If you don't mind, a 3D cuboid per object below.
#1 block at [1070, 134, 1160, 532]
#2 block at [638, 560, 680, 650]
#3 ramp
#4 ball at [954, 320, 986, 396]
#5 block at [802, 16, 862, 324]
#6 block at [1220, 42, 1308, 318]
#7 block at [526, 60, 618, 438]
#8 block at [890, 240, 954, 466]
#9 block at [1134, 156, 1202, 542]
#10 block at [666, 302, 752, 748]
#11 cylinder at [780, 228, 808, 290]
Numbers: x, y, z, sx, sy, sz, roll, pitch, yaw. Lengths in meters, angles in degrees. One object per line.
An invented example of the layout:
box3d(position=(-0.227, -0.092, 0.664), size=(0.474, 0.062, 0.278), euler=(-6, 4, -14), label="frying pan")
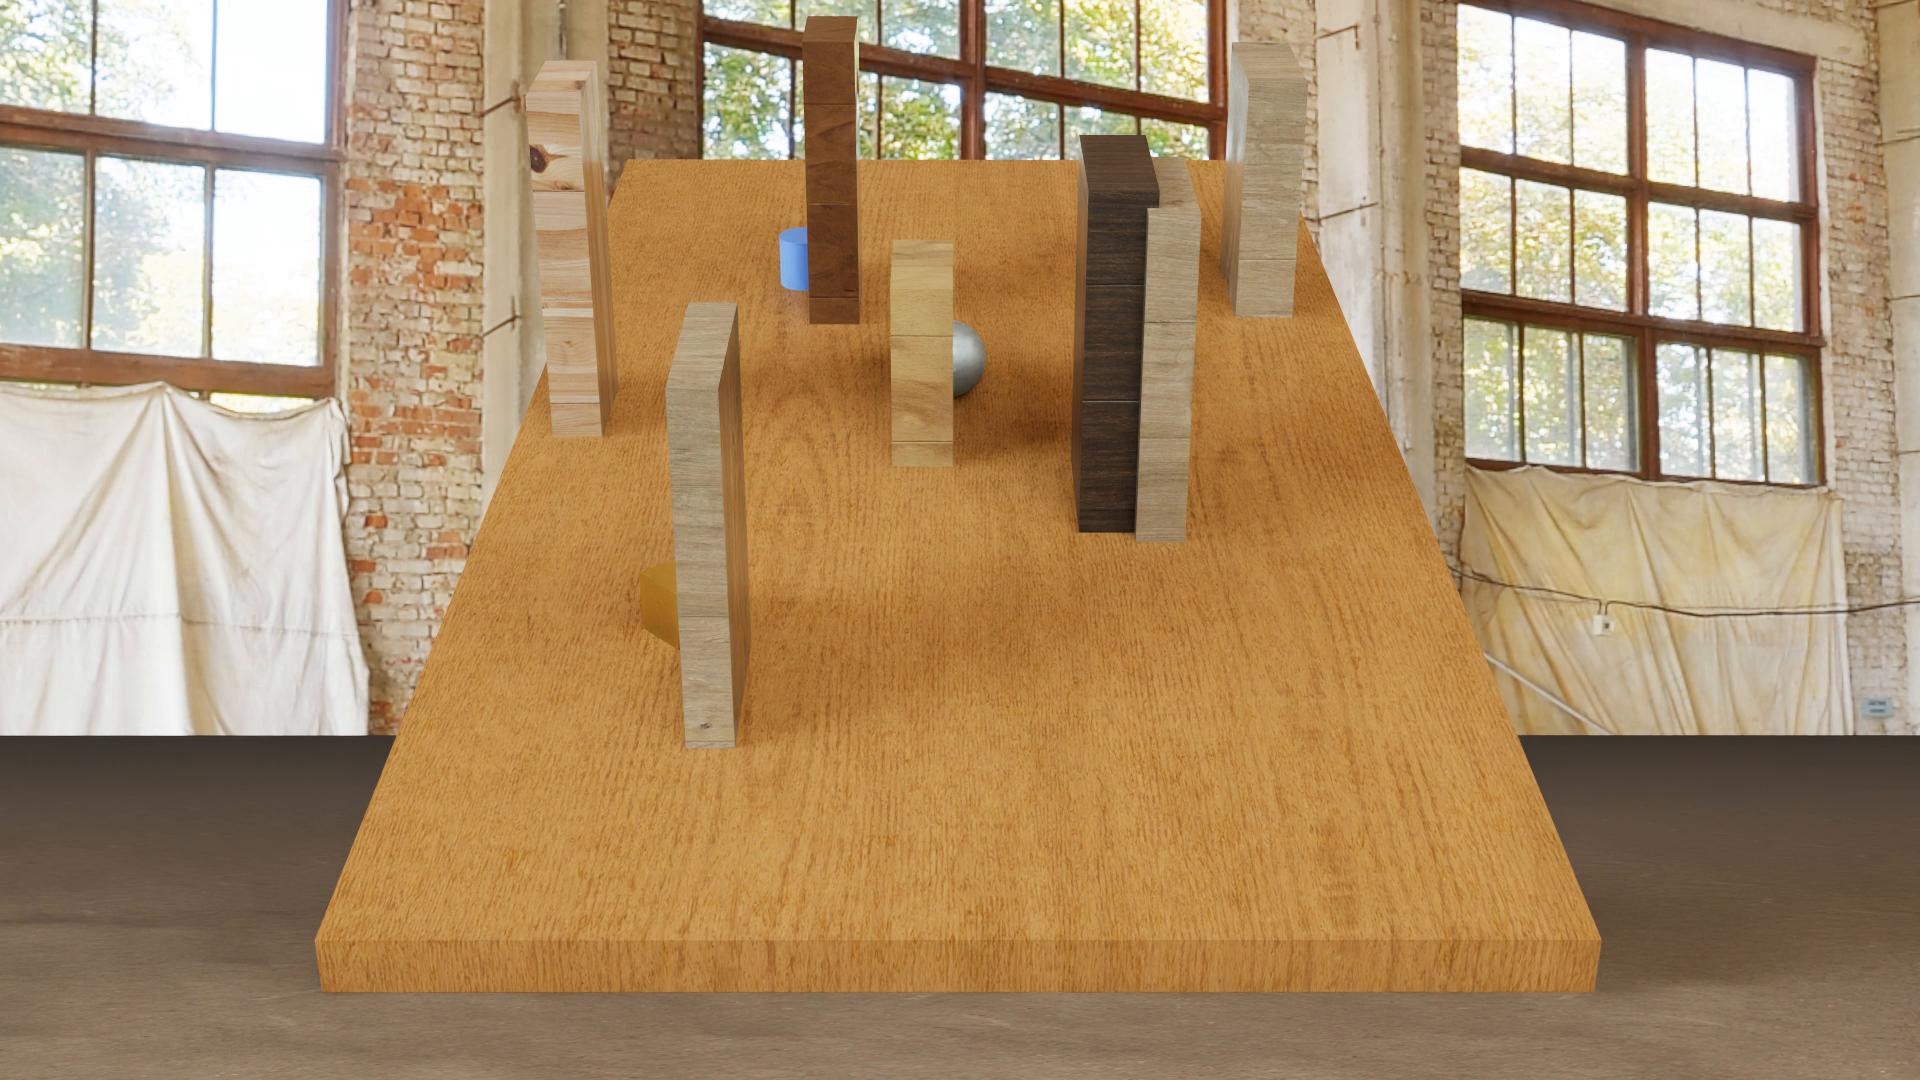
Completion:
box3d(position=(0.319, -0.431, 4.948), size=(0.139, 0.746, 0.369), euler=(0, 27, 0), label="block")
box3d(position=(-0.529, 0.118, 4.544), size=(0.121, 0.121, 0.121), euler=(-21, 34, -36), label="block")
box3d(position=(-0.010, -0.228, 5.485), size=(2.000, 0.100, 4.000), euler=(0, 27, 0), label="ramp")
box3d(position=(-0.029, -0.427, 5.569), size=(0.182, 0.182, 0.182), euler=(0, -5, 0), label="ball")
box3d(position=(-0.319, -0.929, 5.962), size=(0.126, 0.727, 0.248), euler=(0, 27, 0), label="block")
box3d(position=(0.779, -0.931, 6.100), size=(0.145, 0.613, 0.392), euler=(0, 27, 0), label="block")
box3d(position=(-0.870, -0.654, 5.335), size=(0.112, 0.793, 0.294), euler=(0, 27, 0), label="block")
box3d(position=(-0.083, -0.421, 5.293), size=(0.135, 0.417, 0.318), euler=(0, 27, 0), label="block")
box3d(position=(0.416, -0.398, 4.922), size=(0.103, 0.710, 0.380), euler=(0, 27, 0), label="block")
box3d(position=(-0.441, -0.028, 4.201), size=(0.087, 0.689, 0.395), euler=(0, 27, 0), label="block")
box3d(position=(-0.411, -0.744, 6.259), size=(0.130, 0.130, 0.130), euler=(0, 27, 0), label="cylinder")
